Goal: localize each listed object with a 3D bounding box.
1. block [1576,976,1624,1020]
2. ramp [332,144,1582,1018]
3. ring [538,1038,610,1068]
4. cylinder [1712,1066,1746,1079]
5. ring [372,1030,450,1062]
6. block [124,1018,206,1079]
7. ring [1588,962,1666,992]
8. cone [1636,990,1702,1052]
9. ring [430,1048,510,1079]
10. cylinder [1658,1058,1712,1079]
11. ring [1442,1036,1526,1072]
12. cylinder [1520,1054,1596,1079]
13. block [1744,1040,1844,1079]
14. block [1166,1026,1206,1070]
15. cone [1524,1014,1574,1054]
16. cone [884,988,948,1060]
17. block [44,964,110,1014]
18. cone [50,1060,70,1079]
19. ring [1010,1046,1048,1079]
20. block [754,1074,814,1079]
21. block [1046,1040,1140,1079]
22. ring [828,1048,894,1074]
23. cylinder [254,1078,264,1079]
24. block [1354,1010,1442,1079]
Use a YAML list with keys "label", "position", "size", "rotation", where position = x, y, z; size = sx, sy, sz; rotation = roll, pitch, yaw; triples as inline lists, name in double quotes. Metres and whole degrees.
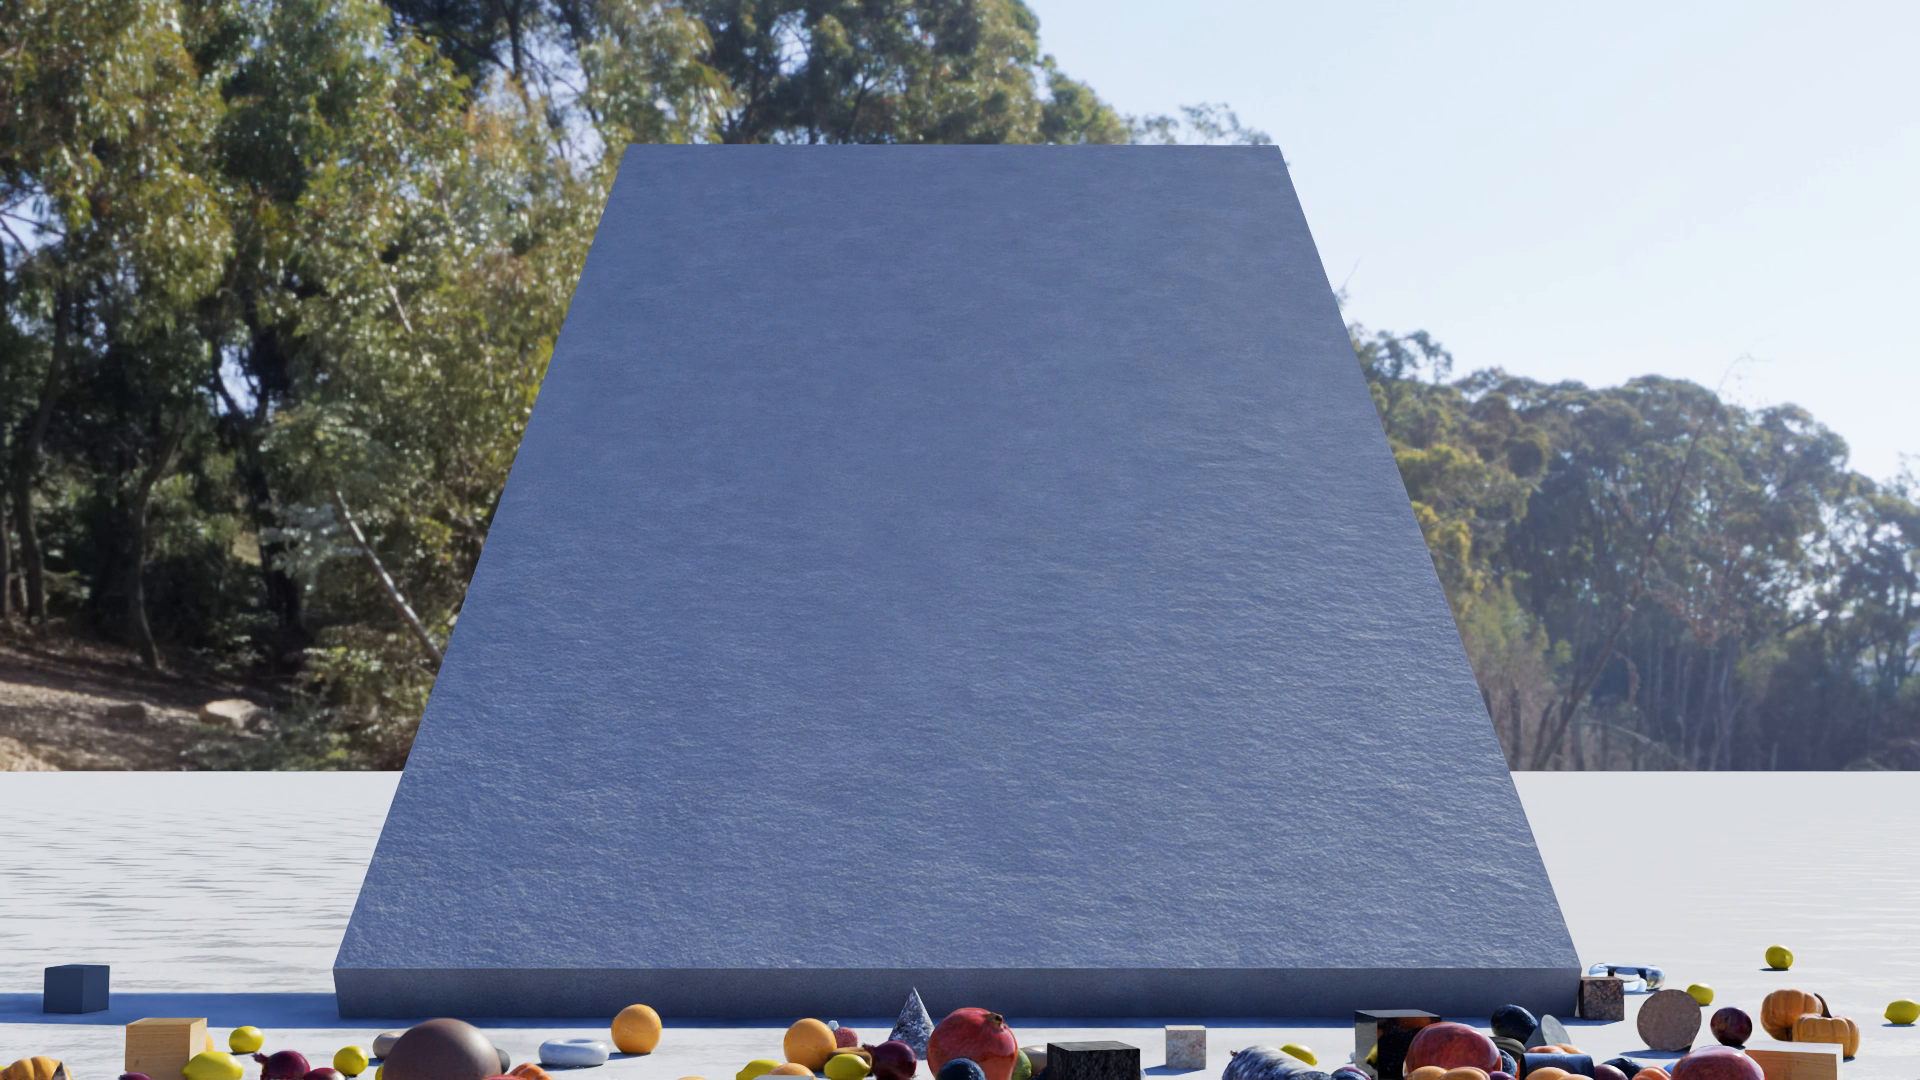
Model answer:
- label: "block"
  position: [1.033, 0.740, 3.864]
  size: [0.064, 0.064, 0.064]
  rotation: [0, -5, 1]
- label: "ramp"
  position: [-0.012, -0.221, 5.609]
  size: [2.000, 0.100, 4.000]
  rotation: [0, 28, 0]
- label: "ring"
  position: [-0.528, 0.701, 3.269]
  size: [0.097, 0.032, 0.097]
  rotation: [1, -5, 0]
- label: "cylinder"
  position: [0.907, 0.645, 2.789]
  size: [0.052, 0.052, 0.052]
  rotation: [-2, -29, 24]
- label: "ring"
  position: [-0.763, 0.705, 3.329]
  size: [0.107, 0.036, 0.107]
  rotation: [0, -4, 0]
- label: "block"
  position: [-1.016, 0.656, 3.060]
  size: [0.080, 0.080, 0.080]
  rotation: [0, -5, -3]
- label: "ring"
  position: [1.215, 0.796, 4.357]
  size: [0.137, 0.046, 0.137]
  rotation: [1, -6, 0]
- label: "cone"
  position: [1.042, 0.713, 3.459]
  size: [0.095, 0.095, 0.095]
  rotation: [-4, -34, 38]
- label: "ring"
  position: [-0.641, 0.686, 3.131]
  size: [0.104, 0.035, 0.104]
  rotation: [-1, -5, 0]
- label: "cylinder"
  position: [0.846, 0.640, 2.778]
  size: [0.060, 0.060, 0.060]
  rotation: [-1, 8, 8]
- label: "ring"
  position: [0.702, 0.693, 3.225]
  size: [0.120, 0.040, 0.120]
  rotation: [0, -7, 0]
- label: "cylinder"
  position: [0.688, 0.630, 2.755]
  size: [0.076, 0.076, 0.076]
  rotation: [-1, -5, 5]
- label: "block"
  position: [0.926, 0.610, 2.652]
  size: [0.095, 0.095, 0.095]
  rotation: [-2, -6, 24]
- label: "block"
  position: [0.306, 0.688, 3.241]
  size: [0.052, 0.052, 0.052]
  rotation: [0, -5, 2]
- label: "cone"
  position: [0.792, 0.702, 3.287]
  size: [0.074, 0.074, 0.074]
  rotation: [-35, -25, 31]
- label: "cone"
  position: [-0.065, 0.677, 3.365]
  size: [0.097, 0.097, 0.097]
  rotation: [0, -5, 0]
- label: "block"
  position: [-1.469, 0.746, 3.977]
  size: [0.073, 0.073, 0.073]
  rotation: [-1, -6, 15]
- label: "cone"
  position: [-0.962, 0.603, 2.555]
  size: [0.093, 0.093, 0.093]
  rotation: [0, -5, 0]
- label: "ring"
  position: [0.128, 0.679, 3.095]
  size: [0.126, 0.042, 0.126]
  rotation: [1, -6, 0]
- label: "block"
  position: [-0.197, 0.626, 2.641]
  size: [0.062, 0.062, 0.062]
  rotation: [-1, -5, 7]
- label: "block"
  position: [0.154, 0.625, 2.753]
  size: [0.085, 0.085, 0.085]
  rotation: [1, -6, -15]
- label: "ring"
  position: [-0.132, 0.694, 3.184]
  size: [0.089, 0.030, 0.089]
  rotation: [1, -6, 0]
- label: "cylinder"
  position: [-0.797, 0.626, 2.631]
  size: [0.061, 0.061, 0.061]
  rotation: [-5, -8, 44]
- label: "block"
  position: [0.567, 0.657, 3.096]
  size: [0.086, 0.086, 0.086]
  rotation: [1, -5, -10]
